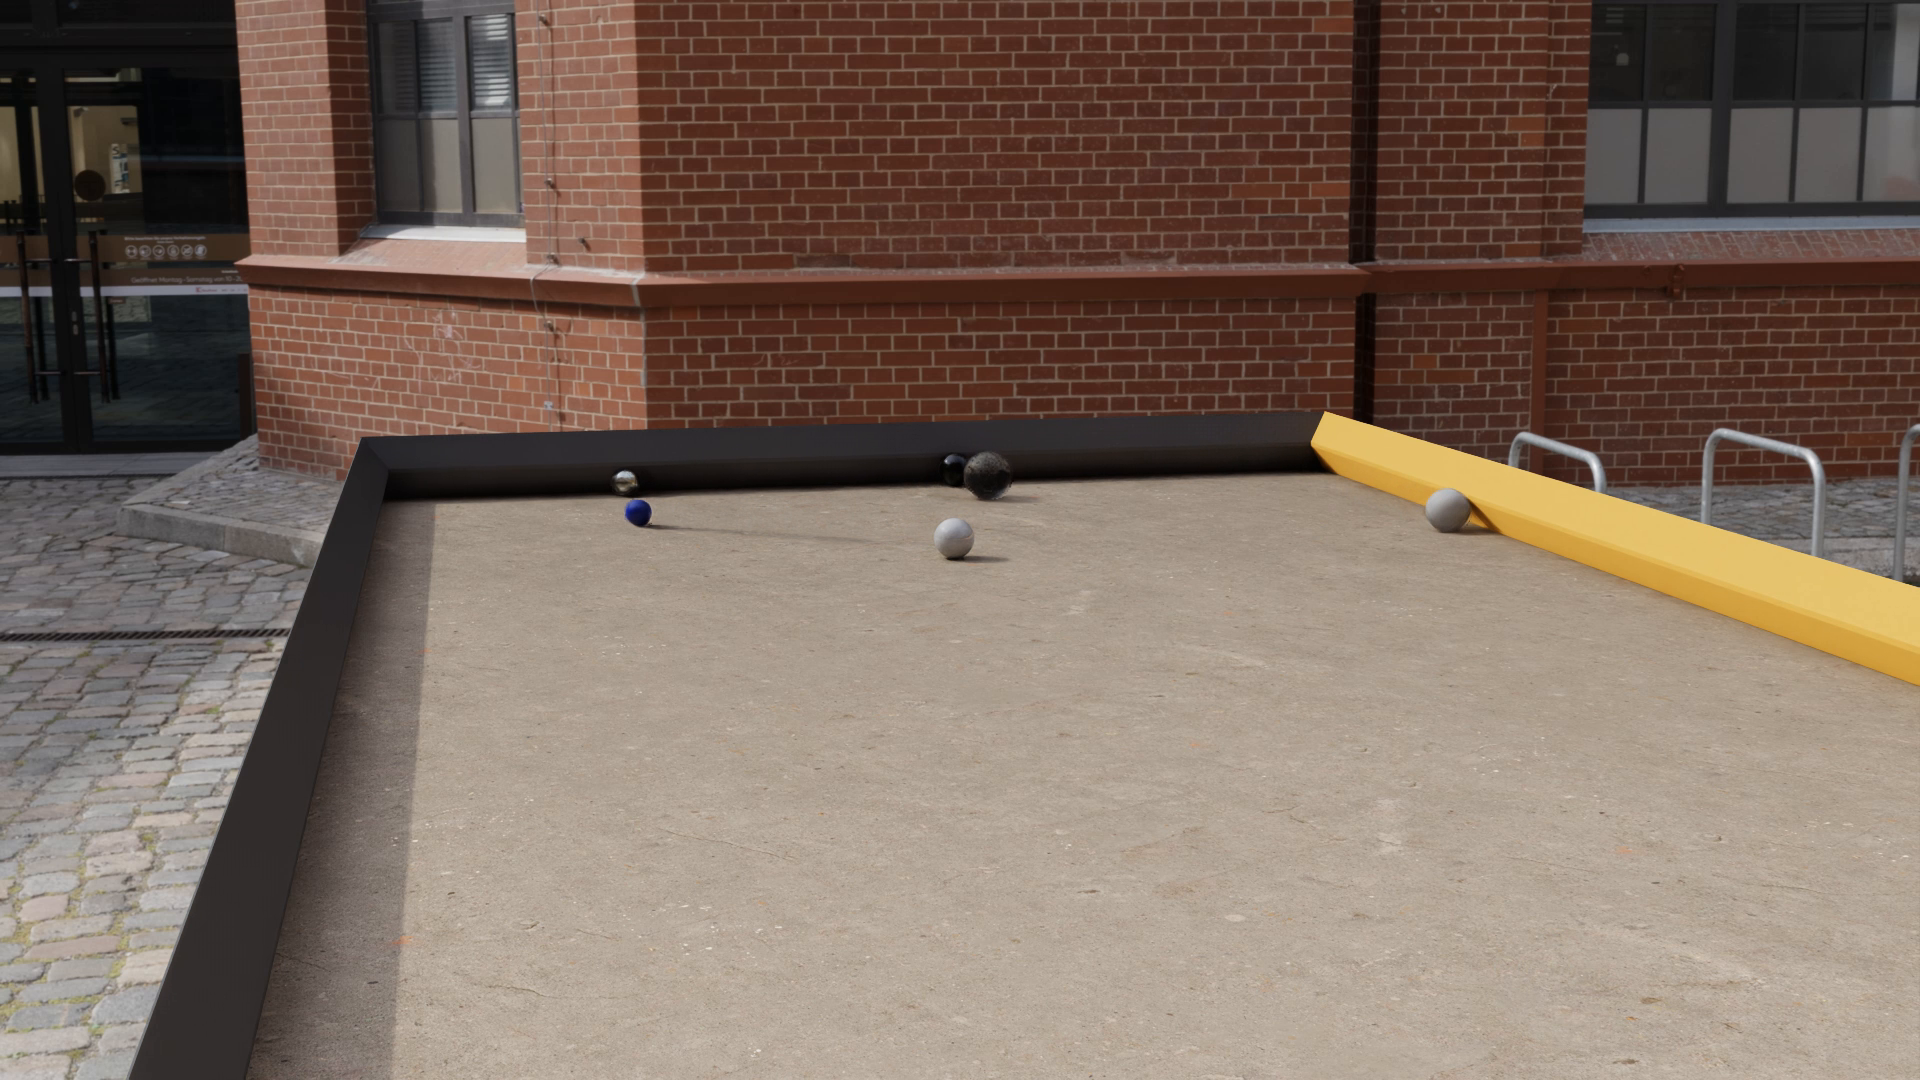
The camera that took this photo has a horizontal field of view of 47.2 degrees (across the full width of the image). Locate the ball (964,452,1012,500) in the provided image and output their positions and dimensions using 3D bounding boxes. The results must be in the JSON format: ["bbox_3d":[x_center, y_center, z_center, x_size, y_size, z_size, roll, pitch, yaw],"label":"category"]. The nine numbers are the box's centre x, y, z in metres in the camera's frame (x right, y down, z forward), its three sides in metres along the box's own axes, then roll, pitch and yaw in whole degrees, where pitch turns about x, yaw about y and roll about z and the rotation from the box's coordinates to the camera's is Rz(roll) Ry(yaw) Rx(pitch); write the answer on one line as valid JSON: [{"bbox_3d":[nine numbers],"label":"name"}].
[{"bbox_3d":[0.046,-0.111,3.748,0.082,0.082,0.082,0,10,0],"label":"ball"}]

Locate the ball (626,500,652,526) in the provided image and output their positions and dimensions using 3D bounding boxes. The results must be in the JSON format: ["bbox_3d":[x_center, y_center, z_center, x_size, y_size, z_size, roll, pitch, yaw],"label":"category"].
[{"bbox_3d":[-0.508,-0.043,3.476,0.041,0.041,0.041,0,10,0],"label":"ball"}]

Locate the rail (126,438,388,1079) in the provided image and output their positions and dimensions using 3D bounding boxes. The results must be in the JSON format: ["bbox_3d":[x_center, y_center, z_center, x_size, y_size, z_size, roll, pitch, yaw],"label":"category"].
[{"bbox_3d":[-0.658,0.136,2.258,0.045,0.107,3.084,-2,10,-12],"label":"rail"}]

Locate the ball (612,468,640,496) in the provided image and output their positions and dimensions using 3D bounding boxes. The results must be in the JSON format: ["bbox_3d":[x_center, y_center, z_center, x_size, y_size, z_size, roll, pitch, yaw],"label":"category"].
[{"bbox_3d":[-0.574,-0.099,3.783,0.047,0.047,0.047,0,10,0],"label":"ball"}]

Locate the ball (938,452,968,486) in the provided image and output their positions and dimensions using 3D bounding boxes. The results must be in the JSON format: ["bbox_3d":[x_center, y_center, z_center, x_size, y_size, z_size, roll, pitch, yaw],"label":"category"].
[{"bbox_3d":[-0.008,-0.125,3.891,0.060,0.060,0.060,0,10,0],"label":"ball"}]

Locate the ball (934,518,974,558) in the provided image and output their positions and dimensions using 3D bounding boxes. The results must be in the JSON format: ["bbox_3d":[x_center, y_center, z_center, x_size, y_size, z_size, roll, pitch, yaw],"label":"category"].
[{"bbox_3d":[-0.008,-0.003,3.194,0.060,0.060,0.060,0,10,0],"label":"ball"}]

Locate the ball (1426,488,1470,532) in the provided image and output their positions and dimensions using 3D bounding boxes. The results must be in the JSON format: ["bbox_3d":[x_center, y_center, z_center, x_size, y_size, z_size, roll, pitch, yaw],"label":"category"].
[{"bbox_3d":[0.759,-0.047,3.423,0.068,0.068,0.068,0,10,0],"label":"ball"}]

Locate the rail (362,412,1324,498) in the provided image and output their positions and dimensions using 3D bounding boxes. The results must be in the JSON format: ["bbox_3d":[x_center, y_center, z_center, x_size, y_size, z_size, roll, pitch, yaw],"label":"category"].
[{"bbox_3d":[-0.162,-0.150,3.898,1.739,0.107,0.045,-2,10,-12],"label":"rail"}]

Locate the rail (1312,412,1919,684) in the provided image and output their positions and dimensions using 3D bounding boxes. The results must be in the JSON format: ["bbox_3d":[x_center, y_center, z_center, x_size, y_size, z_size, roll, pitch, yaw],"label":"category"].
[{"bbox_3d":[0.993,0.073,2.619,0.045,0.107,3.084,-2,10,-12],"label":"rail"}]
